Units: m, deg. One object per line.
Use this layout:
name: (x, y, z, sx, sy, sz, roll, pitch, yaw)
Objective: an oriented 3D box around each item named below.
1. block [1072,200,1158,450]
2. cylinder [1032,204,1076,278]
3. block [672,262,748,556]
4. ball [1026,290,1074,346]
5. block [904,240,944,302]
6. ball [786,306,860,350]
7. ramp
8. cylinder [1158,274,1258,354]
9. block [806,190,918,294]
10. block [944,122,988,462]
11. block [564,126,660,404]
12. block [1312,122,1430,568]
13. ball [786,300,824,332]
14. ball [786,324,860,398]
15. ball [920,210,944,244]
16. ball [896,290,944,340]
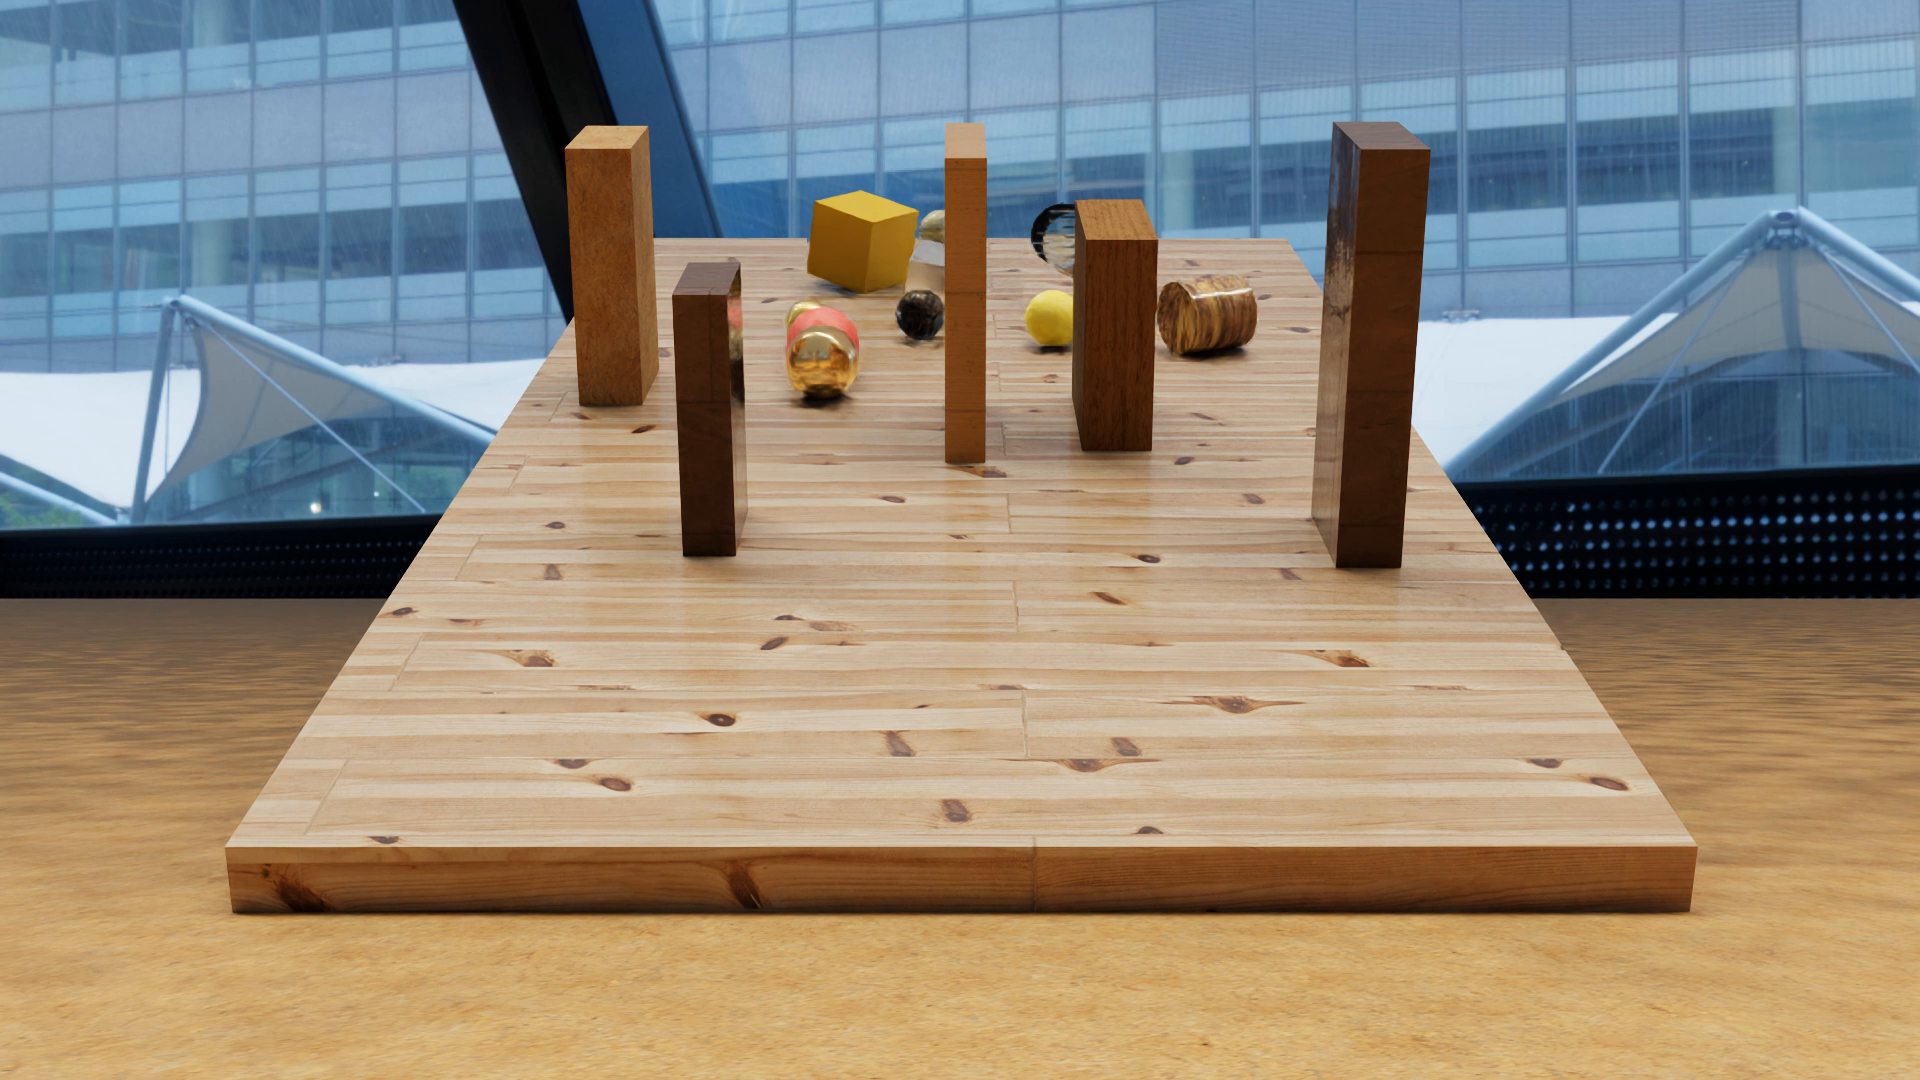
block: (0.332, -0.475, 4.915, 0.148, 0.453, 0.437, 0, 19, 0)
cylinder: (0.290, -0.791, 5.967, 0.164, 0.164, 0.164, 0, -5, 18)
block: (-0.462, -0.246, 4.203, 0.098, 0.492, 0.264, 0, 19, 0)
ball: (0.232, -0.549, 5.592, 0.141, 0.141, 0.141, 0, -1, 0)
block: (-0.053, -0.675, 5.876, 0.146, 0.146, 0.146, 13, 30, 8)
ball: (-0.322, -0.463, 5.302, 0.169, 0.169, 0.169, 0, -1, 0)
ramp: (-0.005, -0.202, 4.968, 2.000, 0.100, 4.000, 0, 19, 0)
cylinder: (0.607, -0.556, 5.556, 0.177, 0.177, 0.177, -10, 3, -25)
block: (-0.269, -0.822, 6.220, 0.205, 0.205, 0.205, 24, 29, 29)
block: (0.010, -0.534, 4.807, 0.084, 0.635, 0.444, 0, 19, 0)
block: (-0.790, -0.631, 5.161, 0.143, 0.579, 0.311, 0, 19, 0)
block: (0.743, -0.358, 4.121, 0.119, 0.761, 0.300, 0, 19, 0)
ball: (-0.374, -0.538, 5.593, 0.117, 0.117, 0.117, 0, -1, 0)
ball: (-0.314, -0.406, 5.144, 0.168, 0.168, 0.168, 0, -1, 0)
ball: (-0.055, -0.902, 6.608, 0.131, 0.131, 0.131, 0, -1, 0)
ball: (-0.098, -0.566, 5.661, 0.126, 0.126, 0.126, 0, -1, 0)
